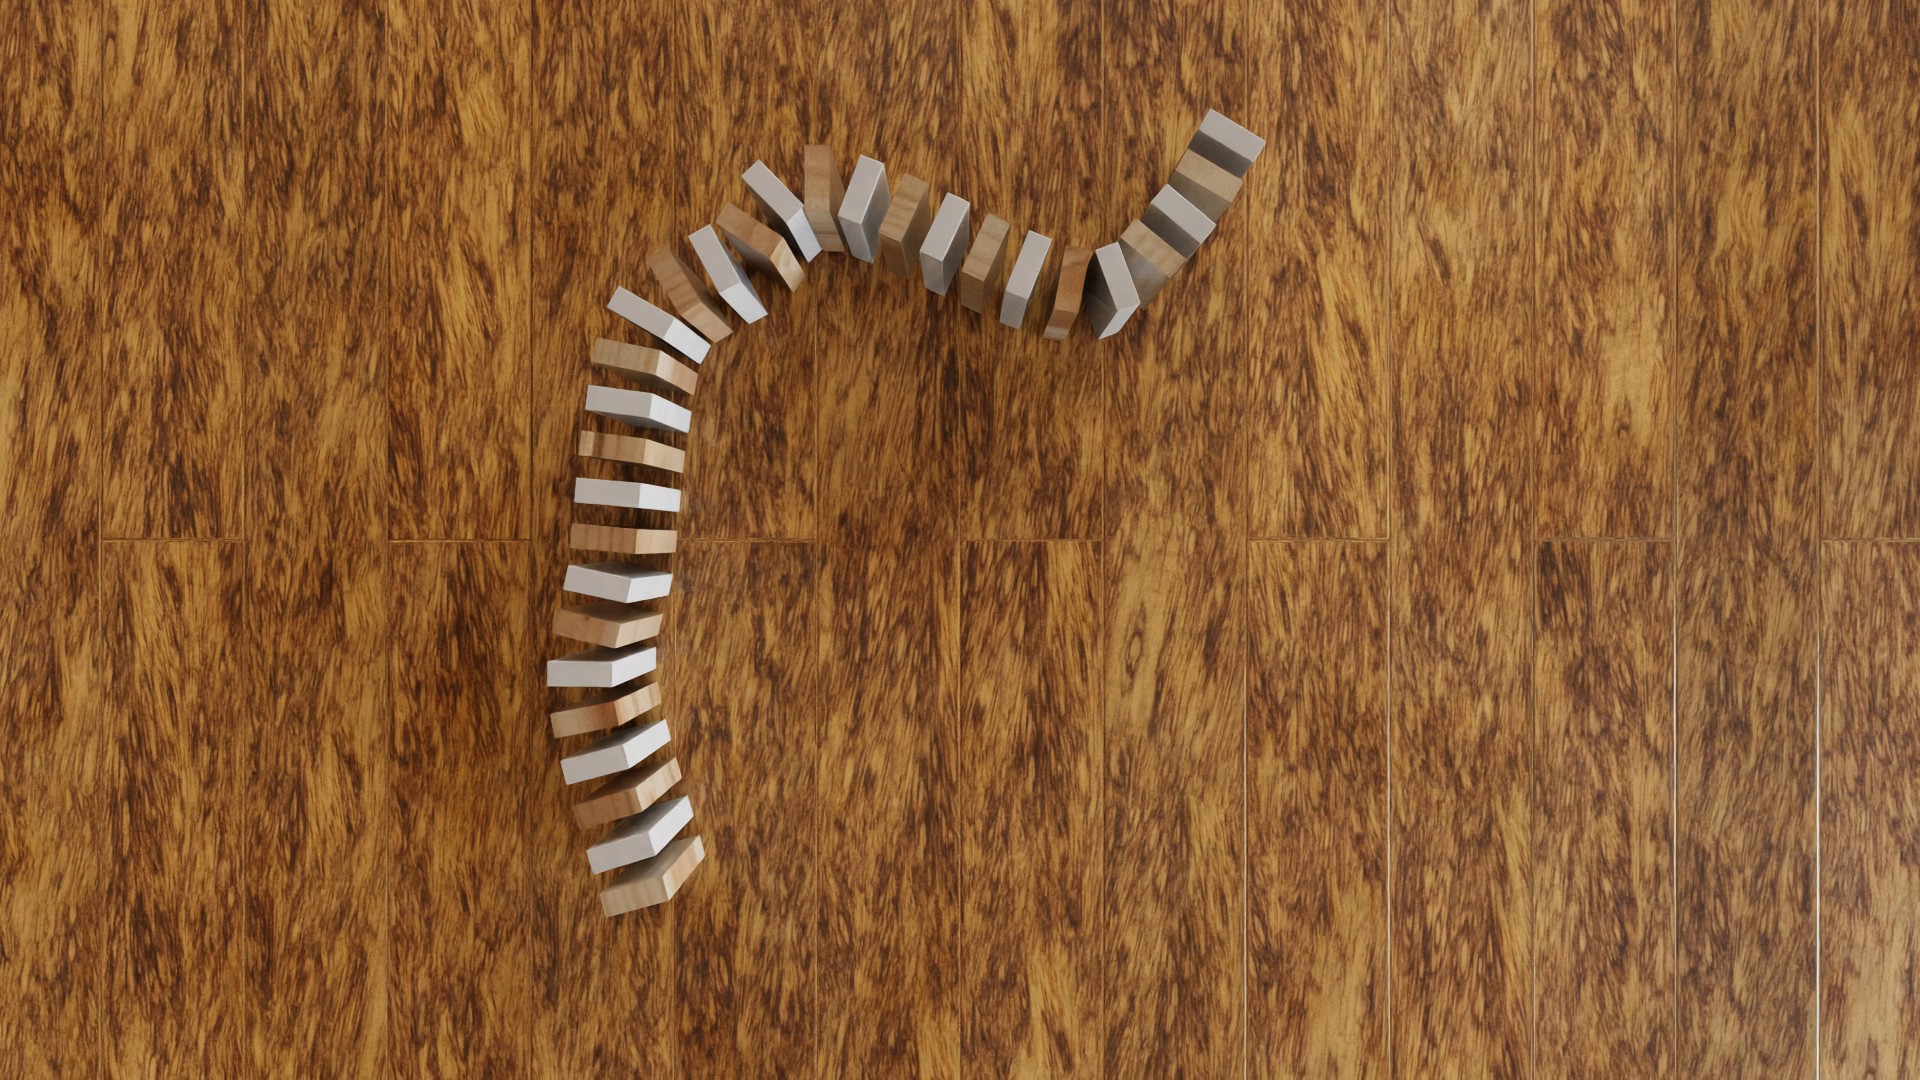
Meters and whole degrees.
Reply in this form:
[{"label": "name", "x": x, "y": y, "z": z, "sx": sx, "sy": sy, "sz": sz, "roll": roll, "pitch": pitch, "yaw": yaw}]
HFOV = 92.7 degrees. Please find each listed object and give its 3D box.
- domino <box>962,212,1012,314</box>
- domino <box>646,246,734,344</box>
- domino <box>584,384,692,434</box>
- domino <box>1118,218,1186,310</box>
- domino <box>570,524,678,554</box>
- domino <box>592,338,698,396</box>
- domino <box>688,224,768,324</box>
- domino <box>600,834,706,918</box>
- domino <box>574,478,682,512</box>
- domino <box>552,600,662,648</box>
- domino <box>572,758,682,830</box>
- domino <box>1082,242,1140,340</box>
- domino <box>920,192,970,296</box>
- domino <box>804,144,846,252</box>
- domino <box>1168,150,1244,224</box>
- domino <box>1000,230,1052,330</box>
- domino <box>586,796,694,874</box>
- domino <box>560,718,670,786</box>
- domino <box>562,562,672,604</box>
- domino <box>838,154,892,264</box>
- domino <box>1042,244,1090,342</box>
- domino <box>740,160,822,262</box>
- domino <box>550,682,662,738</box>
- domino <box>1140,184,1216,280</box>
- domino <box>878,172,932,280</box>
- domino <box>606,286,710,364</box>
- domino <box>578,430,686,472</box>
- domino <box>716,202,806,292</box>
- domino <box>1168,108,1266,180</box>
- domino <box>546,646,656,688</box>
[{"label": "domino", "x": 0.010, "y": -0.112, "z": 0.375, "sx": 0.010, "sy": 0.050, "sz": 0.025, "roll": 25, "pitch": 90, "yaw": 0}, {"label": "domino", "x": -0.109, "y": -0.099, "z": 0.375, "sx": 0.010, "sy": 0.050, "sz": 0.025, "roll": -32, "pitch": 90, "yaw": 0}, {"label": "domino", "x": -0.130, "y": -0.053, "z": 0.375, "sx": 0.025, "sy": 0.050, "sz": 0.009, "roll": 8, "pitch": 90, "yaw": 0}, {"label": "domino", "x": 0.074, "y": -0.112, "z": 0.375, "sx": 0.025, "sy": 0.050, "sz": 0.010, "roll": 40, "pitch": 90, "yaw": 0}, {"label": "domino", "x": -0.136, "y": -0.001, "z": 0.375, "sx": 0.025, "sy": 0.050, "sz": 0.010, "roll": 5, "pitch": 90, "yaw": 0}, {"label": "domino", "x": -0.128, "y": -0.070, "z": 0.375, "sx": 0.025, "sy": 0.050, "sz": 0.010, "roll": 12, "pitch": 90, "yaw": 0}, {"label": "domino", "x": -0.094, "y": -0.107, "z": 0.375, "sx": 0.009, "sy": 0.050, "sz": 0.025, "roll": -29, "pitch": 90, "yaw": 0}, {"label": "domino", "x": -0.125, "y": 0.136, "z": 0.375, "sx": 0.025, "sy": 0.050, "sz": 0.009, "roll": -15, "pitch": 90, "yaw": 0}, {"label": "domino", "x": -0.135, "y": -0.018, "z": 0.375, "sx": 0.025, "sy": 0.050, "sz": 0.009, "roll": 5, "pitch": 90, "yaw": 0}, {"label": "domino", "x": -0.143, "y": 0.034, "z": 0.375, "sx": 0.025, "sy": 0.050, "sz": 0.009, "roll": 14, "pitch": 90, "yaw": 0}, {"label": "domino", "x": -0.135, "y": 0.103, "z": 0.375, "sx": 0.025, "sy": 0.050, "sz": 0.009, "roll": -16, "pitch": 90, "yaw": 0}, {"label": "domino", "x": 0.060, "y": -0.101, "z": 0.375, "sx": 0.009, "sy": 0.050, "sz": 0.025, "roll": -20, "pitch": 90, "yaw": 0}, {"label": "domino", "x": -0.006, "y": -0.120, "z": 0.375, "sx": 0.010, "sy": 0.050, "sz": 0.025, "roll": 25, "pitch": 90, "yaw": 0}, {"label": "domino", "x": -0.055, "y": -0.138, "z": 0.375, "sx": 0.009, "sy": 0.050, "sz": 0.025, "roll": 0, "pitch": 90, "yaw": 0}, {"label": "domino", "x": 0.095, "y": -0.139, "z": 0.375, "sx": 0.025, "sy": 0.050, "sz": 0.010, "roll": 30, "pitch": 90, "yaw": 0}, {"label": "domino", "x": 0.026, "y": -0.105, "z": 0.375, "sx": 0.009, "sy": 0.050, "sz": 0.025, "roll": 22, "pitch": 90, "yaw": 0}, {"label": "domino", "x": -0.130, "y": 0.120, "z": 0.375, "sx": 0.025, "sy": 0.050, "sz": 0.010, "roll": -17, "pitch": 90, "yaw": 0}, {"label": "domino", "x": -0.139, "y": 0.086, "z": 0.375, "sx": 0.025, "sy": 0.050, "sz": 0.010, "roll": -15, "pitch": 90, "yaw": 0}, {"label": "domino", "x": -0.139, "y": 0.017, "z": 0.375, "sx": 0.025, "sy": 0.050, "sz": 0.009, "roll": 12, "pitch": 90, "yaw": 0}, {"label": "domino", "x": -0.038, "y": -0.134, "z": 0.375, "sx": 0.010, "sy": 0.050, "sz": 0.025, "roll": 21, "pitch": 90, "yaw": 0}, {"label": "domino", "x": 0.043, "y": -0.100, "z": 0.375, "sx": 0.010, "sy": 0.050, "sz": 0.025, "roll": 11, "pitch": 90, "yaw": 0}, {"label": "domino", "x": -0.072, "y": -0.133, "z": 0.375, "sx": 0.010, "sy": 0.050, "sz": 0.025, "roll": -44, "pitch": 90, "yaw": 0}, {"label": "domino", "x": -0.143, "y": 0.069, "z": 0.375, "sx": 0.025, "sy": 0.050, "sz": 0.009, "roll": -11, "pitch": 90, "yaw": 0}, {"label": "domino", "x": 0.085, "y": -0.125, "z": 0.375, "sx": 0.025, "sy": 0.050, "sz": 0.010, "roll": 40, "pitch": 90, "yaw": 0}, {"label": "domino", "x": -0.022, "y": -0.127, "z": 0.375, "sx": 0.009, "sy": 0.050, "sz": 0.025, "roll": 24, "pitch": 90, "yaw": 0}, {"label": "domino", "x": -0.122, "y": -0.087, "z": 0.375, "sx": 0.025, "sy": 0.050, "sz": 0.010, "roll": 30, "pitch": 90, "yaw": 0}, {"label": "domino", "x": -0.133, "y": -0.036, "z": 0.375, "sx": 0.025, "sy": 0.050, "sz": 0.009, "roll": 7, "pitch": 90, "yaw": 0}, {"label": "domino", "x": -0.081, "y": -0.119, "z": 0.375, "sx": 0.025, "sy": 0.050, "sz": 0.010, "roll": 33, "pitch": 90, "yaw": 0}, {"label": "domino", "x": 0.104, "y": -0.155, "z": 0.375, "sx": 0.025, "sy": 0.050, "sz": 0.009, "roll": 31, "pitch": 90, "yaw": 0}, {"label": "domino", "x": -0.145, "y": 0.051, "z": 0.375, "sx": 0.025, "sy": 0.050, "sz": 0.010, "roll": 1, "pitch": 90, "yaw": 0}]
